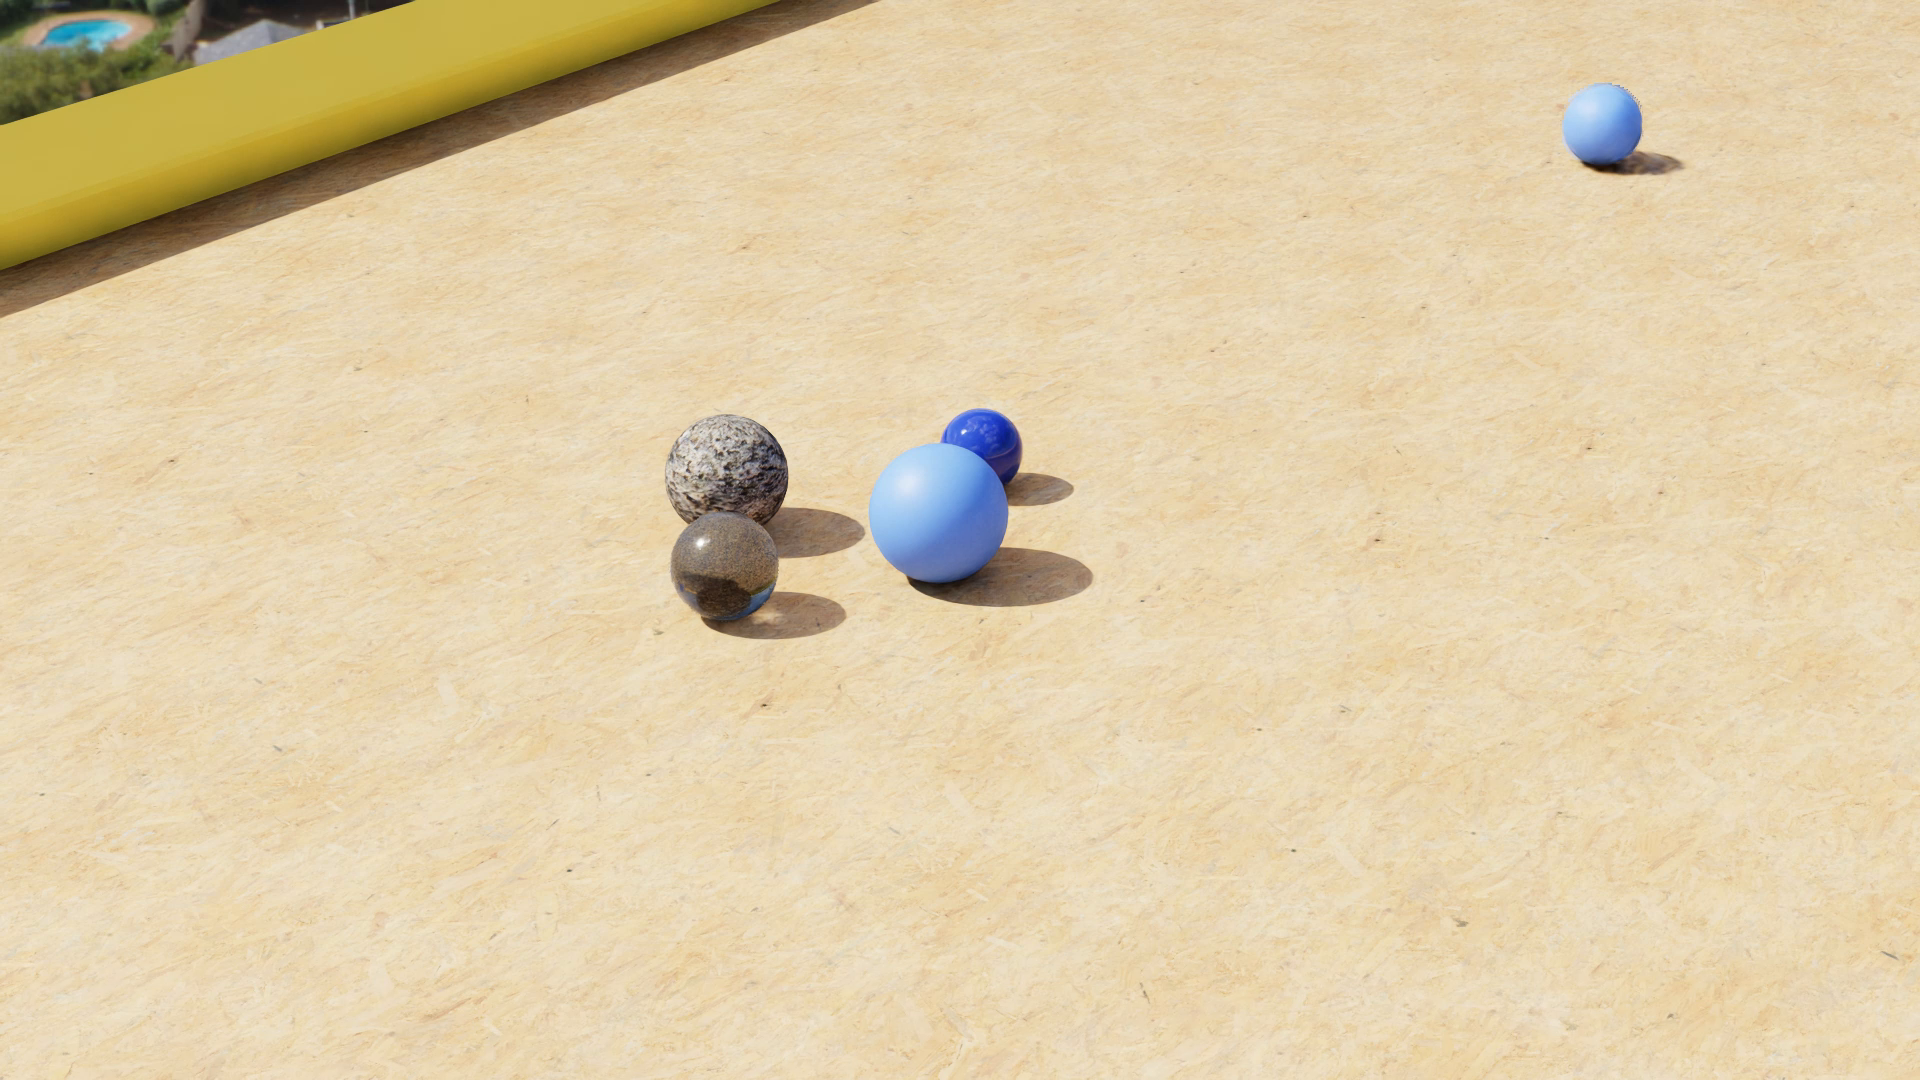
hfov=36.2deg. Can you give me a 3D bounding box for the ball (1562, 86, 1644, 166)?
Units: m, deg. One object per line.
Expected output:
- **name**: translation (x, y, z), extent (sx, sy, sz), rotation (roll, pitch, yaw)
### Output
- **ball**: translation (0.569, -0.367, 2.605), extent (0.070, 0.070, 0.070), rotation (0, 25, 0)

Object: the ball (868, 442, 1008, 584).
- **ball**: translation (-0.013, -0.017, 1.837), extent (0.088, 0.088, 0.088), rotation (0, 25, 0)

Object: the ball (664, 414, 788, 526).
- **ball**: translation (-0.150, -0.041, 1.898), extent (0.080, 0.080, 0.080), rotation (0, 25, 0)

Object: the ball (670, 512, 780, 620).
- **ball**: translation (-0.143, 0.016, 1.792), extent (0.067, 0.067, 0.067), rotation (0, 25, 0)

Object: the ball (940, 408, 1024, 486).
- **ball**: translation (0.014, -0.060, 1.965), extent (0.057, 0.057, 0.057), rotation (0, 25, 0)

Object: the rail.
- **rail**: translation (-0.258, -0.570, 2.983), extent (0.045, 0.114, 3.677), rotation (16, 30, 31)
